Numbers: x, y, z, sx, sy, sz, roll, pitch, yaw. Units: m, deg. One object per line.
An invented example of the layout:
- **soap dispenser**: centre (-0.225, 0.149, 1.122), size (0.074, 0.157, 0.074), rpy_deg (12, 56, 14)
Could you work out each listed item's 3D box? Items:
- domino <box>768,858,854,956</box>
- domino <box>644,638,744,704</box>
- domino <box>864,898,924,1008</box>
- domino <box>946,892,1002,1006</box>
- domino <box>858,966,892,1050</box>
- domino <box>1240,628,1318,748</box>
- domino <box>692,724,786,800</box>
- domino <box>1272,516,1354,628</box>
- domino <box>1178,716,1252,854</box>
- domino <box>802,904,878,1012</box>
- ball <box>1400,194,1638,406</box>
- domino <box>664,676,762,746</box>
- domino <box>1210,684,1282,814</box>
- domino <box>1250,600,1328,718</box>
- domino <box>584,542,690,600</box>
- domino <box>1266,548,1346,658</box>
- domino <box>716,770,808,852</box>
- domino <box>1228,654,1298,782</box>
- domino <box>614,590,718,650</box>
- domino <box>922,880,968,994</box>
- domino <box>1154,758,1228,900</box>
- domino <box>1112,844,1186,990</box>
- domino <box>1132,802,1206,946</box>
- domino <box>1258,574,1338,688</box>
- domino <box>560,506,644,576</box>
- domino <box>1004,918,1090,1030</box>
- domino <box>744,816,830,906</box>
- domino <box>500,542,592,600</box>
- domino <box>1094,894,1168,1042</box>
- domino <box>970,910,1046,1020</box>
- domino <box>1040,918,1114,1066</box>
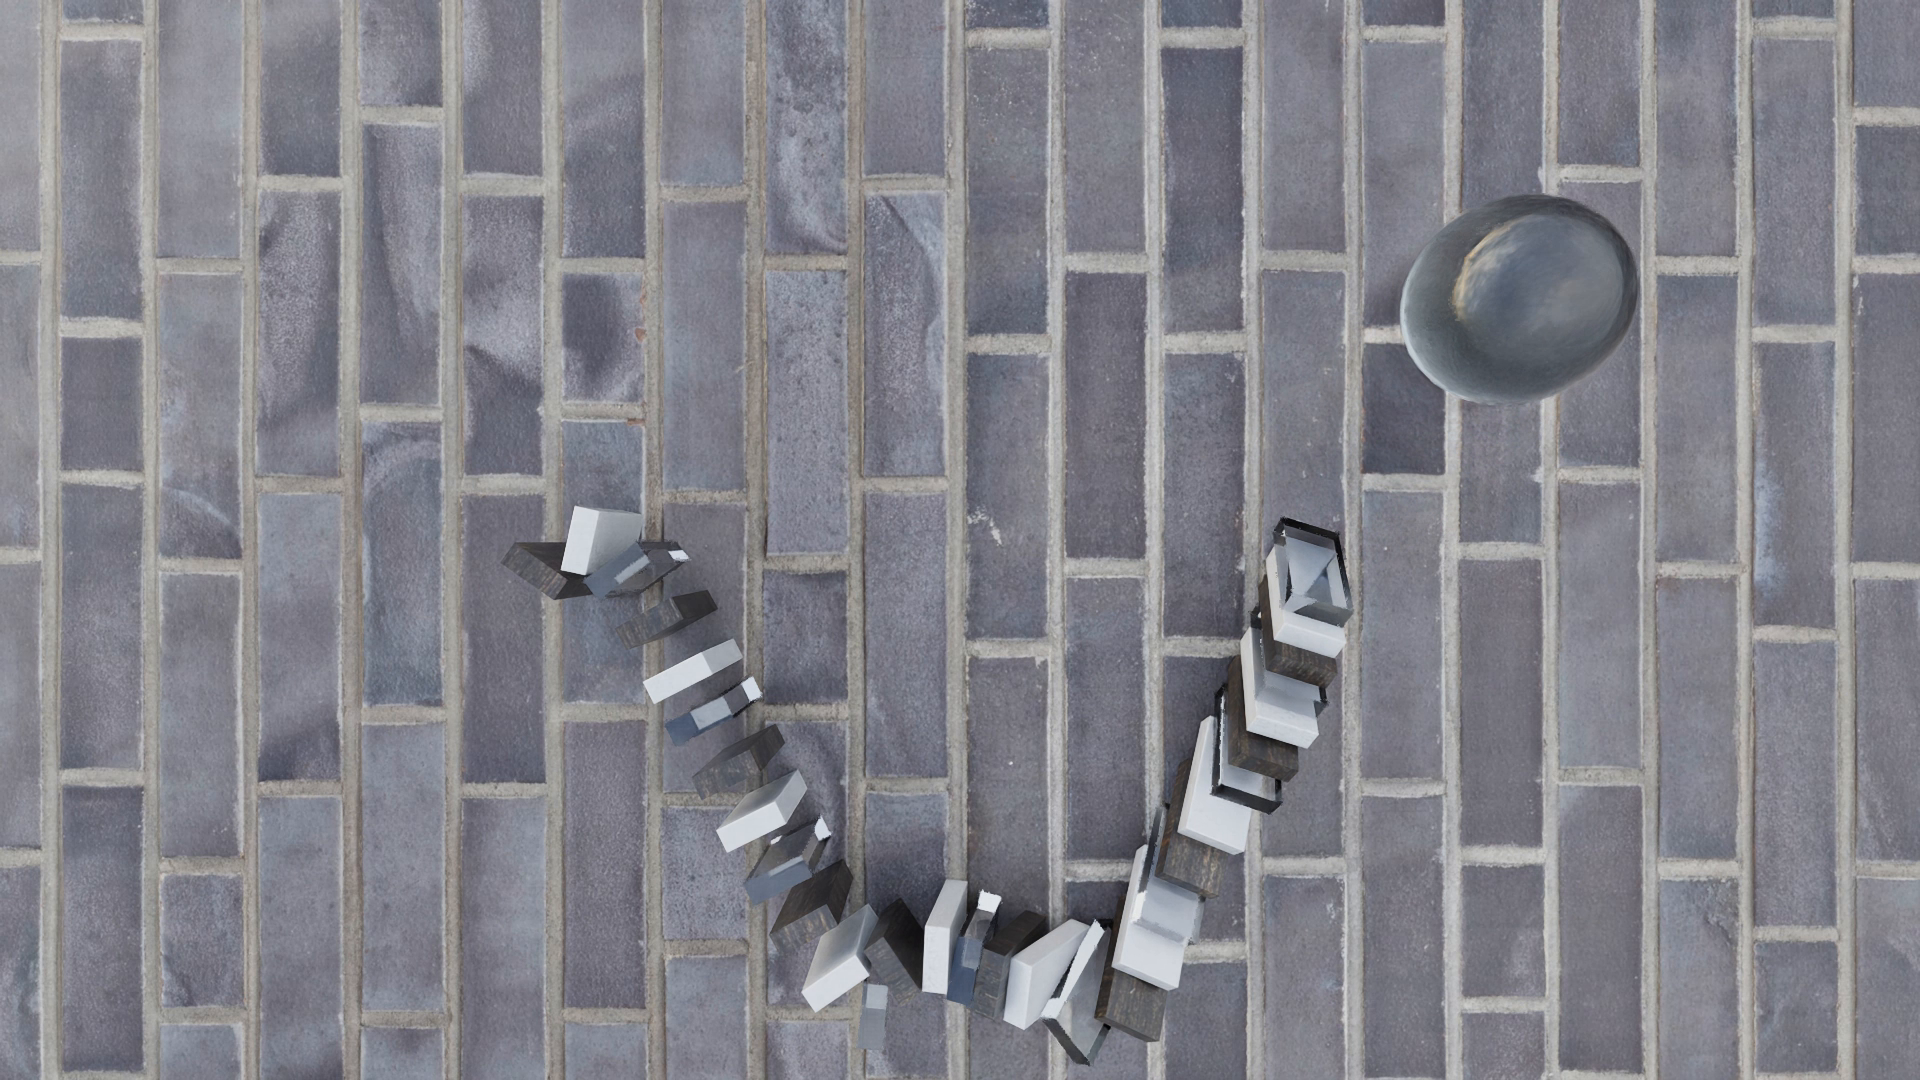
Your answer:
- **domino**: centre (-0.060, 0.149, 0.375), size (0.025, 0.050, 0.010), rpy_deg (-28, 90, 0)
- **domino**: centre (-0.108, 0.053, 0.375), size (0.025, 0.050, 0.010), rpy_deg (-27, 90, 0)
- **domino**: centre (-0.024, 0.167, 0.374), size (0.010, 0.050, 0.025), rpy_deg (-36, 84, 0)
- **domino**: centre (0.006, 0.166, 0.375), size (0.010, 0.050, 0.025), rpy_deg (11, 90, 12)
- **domino**: centre (-0.033, 0.182, 0.375), size (0.009, 0.050, 0.025), rpy_deg (6, 90, 0)
- **domino**: centre (0.131, 0.060, 0.378), size (0.025, 0.050, 0.009), rpy_deg (17, 130, -1)
- **domino**: centre (-0.090, 0.090, 0.375), size (0.025, 0.050, 0.010), rpy_deg (-26, 90, 0)
- **domino**: centre (0.145, 0.012, 0.378), size (0.025, 0.050, 0.010), rpy_deg (17, 130, 0)
- **domino**: centre (0.110, 0.102, 0.384), size (0.025, 0.010, 0.050), rpy_deg (22, 61, 0)
- **domino**: centre (-0.048, 0.170, 0.375), size (0.025, 0.050, 0.009), rpy_deg (-35, 90, 0)
- **ball**: centre (0.217, -0.093, 0.360), size (0.080, 0.080, 0.080), rpy_deg (0, 90, 0)
- **domino**: centre (-0.100, 0.069, 0.375), size (0.025, 0.050, 0.010), rpy_deg (-26, 90, 0)
- **domino**: centre (0.119, 0.085, 0.379), size (0.025, 0.010, 0.050), rpy_deg (18, 46, 0)
- **domino**: centre (0.135, 0.048, 0.378), size (0.025, 0.050, 0.010), rpy_deg (18, 130, 0)
- **domino**: centre (-0.131, 0.012, 0.375), size (0.025, 0.050, 0.009), rpy_deg (-36, 90, 0)
- **domino**: centre (0.142, 0.024, 0.378), size (0.025, 0.050, 0.009), rpy_deg (17, 130, 0)
- **domino**: centre (-0.080, 0.110, 0.375), size (0.025, 0.050, 0.010), rpy_deg (-26, 90, 0)
- **domino**: centre (0.125, 0.073, 0.379), size (0.025, 0.050, 0.009), rpy_deg (17, 135, 0)
- **domino**: centre (-0.119, 0.032, 0.375), size (0.025, 0.050, 0.010), rpy_deg (-29, 90, 0)
- **domino**: centre (-0.006, 0.161, 0.375), size (0.009, 0.050, 0.025), rpy_deg (3, 90, 9)
- **domino**: centre (0.100, 0.120, 0.383), size (0.025, 0.009, 0.050), rpy_deg (23, 60, 0)
- **domino**: centre (0.082, 0.156, 0.382), size (0.025, 0.009, 0.050), rpy_deg (23, 54, 0)
- **domino**: centre (0.090, 0.139, 0.382), size (0.025, 0.010, 0.050), rpy_deg (23, 57, 0)
- **domino**: centre (0.138, 0.036, 0.378), size (0.025, 0.050, 0.009), rpy_deg (17, 130, 0)
- **domino**: centre (-0.145, 0.000, 0.375), size (0.010, 0.050, 0.025), rpy_deg (12, 90, 0)
- **domino**: centre (0.037, 0.177, 0.376), size (0.009, 0.050, 0.025), rpy_deg (8, 93, 35)
- **domino**: centre (-0.070, 0.130, 0.375), size (0.025, 0.050, 0.010), rpy_deg (-27, 90, 0)
- **domino**: centre (-0.163, 0.012, 0.375), size (0.025, 0.050, 0.010), rpy_deg (35, 90, 0)
- **domino**: centre (0.074, 0.177, 0.380), size (0.025, 0.009, 0.050), rpy_deg (28, 54, -8)
- **domino**: centre (0.021, 0.173, 0.375), size (0.009, 0.050, 0.025), rpy_deg (11, 90, 24)
- **domino**: centre (0.055, 0.185, 0.378), size (0.025, 0.009, 0.050), rpy_deg (54, 47, -7)
